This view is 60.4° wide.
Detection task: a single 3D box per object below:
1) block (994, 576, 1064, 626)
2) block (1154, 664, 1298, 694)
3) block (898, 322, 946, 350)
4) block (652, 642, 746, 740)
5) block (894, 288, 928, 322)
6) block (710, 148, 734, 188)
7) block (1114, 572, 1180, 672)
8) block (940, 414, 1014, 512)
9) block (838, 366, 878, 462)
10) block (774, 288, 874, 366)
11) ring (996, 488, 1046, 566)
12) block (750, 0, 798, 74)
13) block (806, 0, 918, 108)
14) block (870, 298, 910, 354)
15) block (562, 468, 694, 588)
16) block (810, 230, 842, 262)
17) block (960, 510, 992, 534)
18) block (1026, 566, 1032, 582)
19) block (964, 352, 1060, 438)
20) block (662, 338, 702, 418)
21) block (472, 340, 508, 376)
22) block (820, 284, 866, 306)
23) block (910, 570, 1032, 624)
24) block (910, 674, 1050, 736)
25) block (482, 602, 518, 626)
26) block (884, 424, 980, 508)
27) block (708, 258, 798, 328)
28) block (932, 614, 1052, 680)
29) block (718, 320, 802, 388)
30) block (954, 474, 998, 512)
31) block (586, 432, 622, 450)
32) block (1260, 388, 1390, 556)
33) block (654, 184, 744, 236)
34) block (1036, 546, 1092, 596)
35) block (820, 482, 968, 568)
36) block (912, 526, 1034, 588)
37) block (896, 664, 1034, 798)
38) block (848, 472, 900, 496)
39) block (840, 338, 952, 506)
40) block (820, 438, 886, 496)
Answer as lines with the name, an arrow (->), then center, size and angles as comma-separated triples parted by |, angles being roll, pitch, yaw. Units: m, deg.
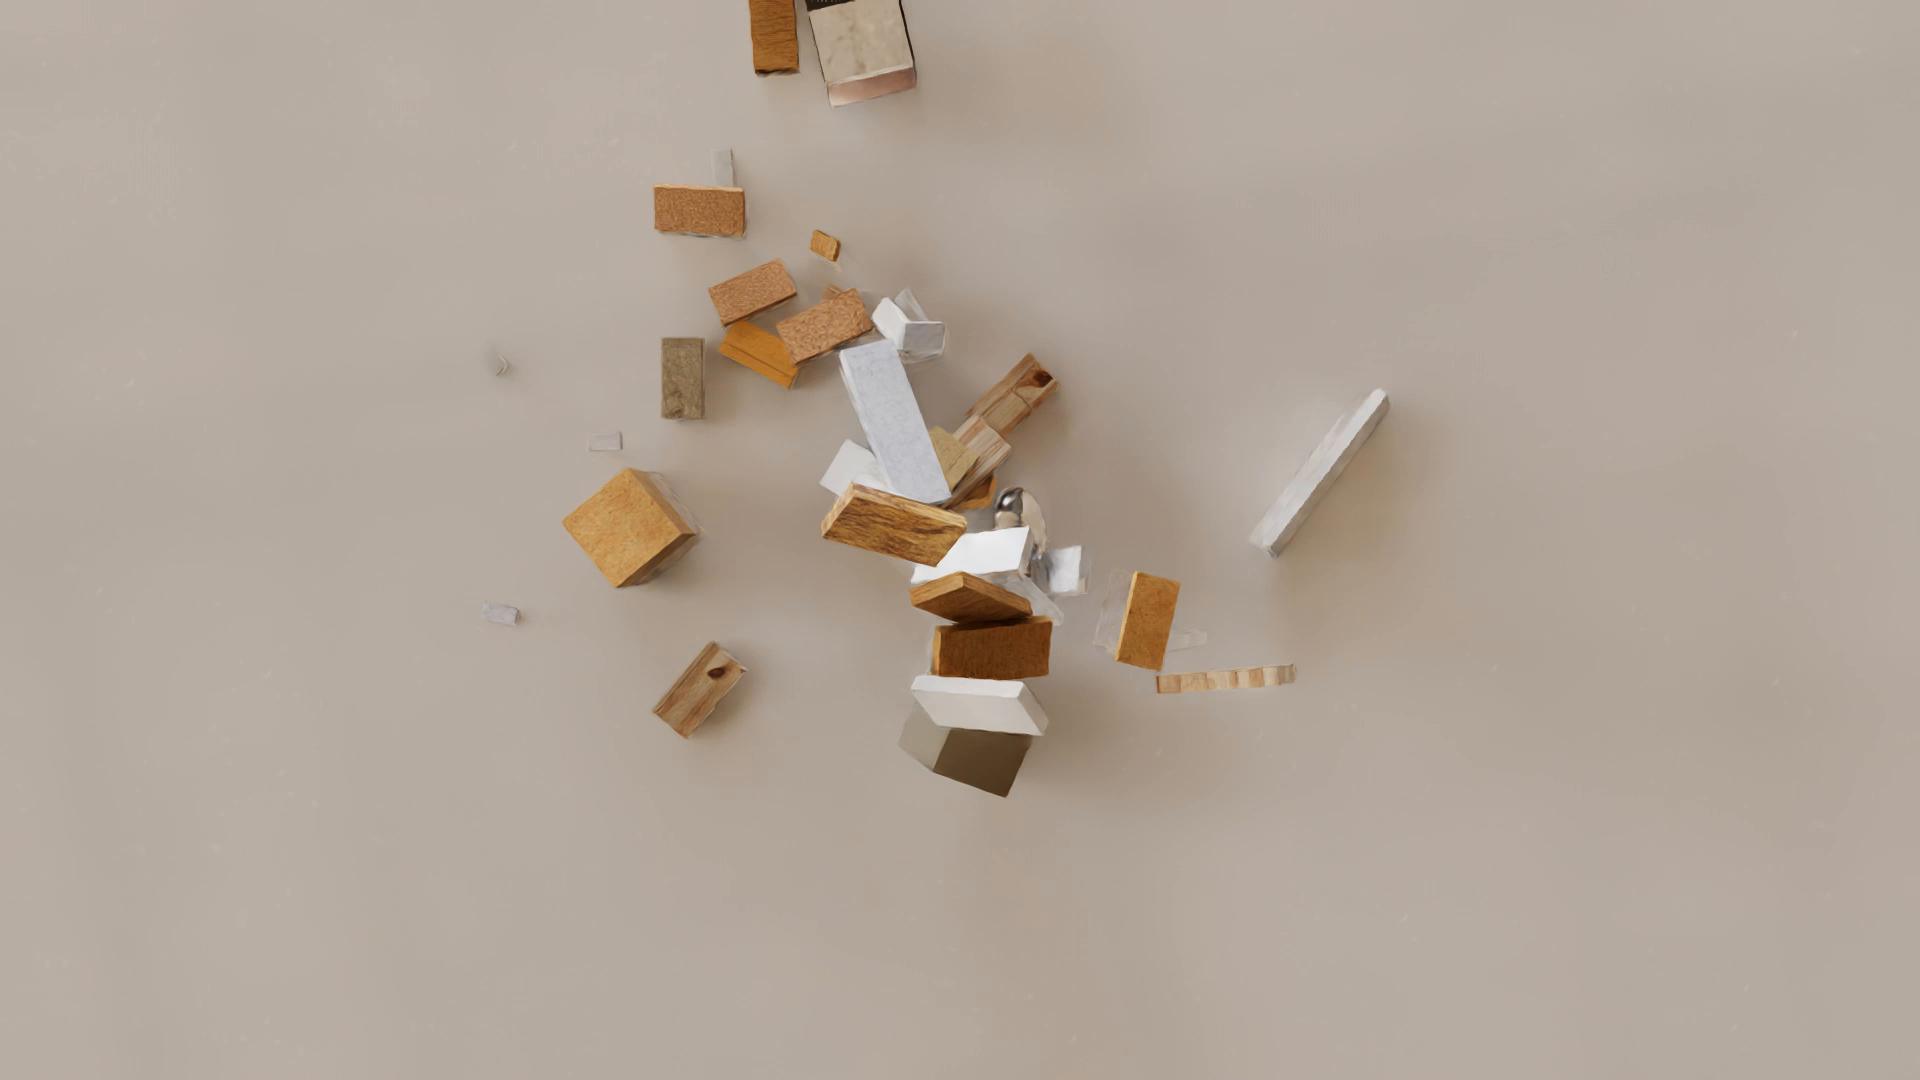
block -> 0.197, 0.189, 5.060 | 0.125, 0.035, 0.250 | -19, 132, 33
block -> 0.753, 0.393, 4.664 | 0.356, 0.178, 0.050 | -7, 86, 28
block -> -0.125, -0.660, 5.345 | 0.025, 0.175, 0.087 | 23, 112, 43
block -> -0.867, 0.499, 5.479 | 0.149, 0.042, 0.299 | 40, 90, 0
block -> -0.149, -0.740, 5.455 | 0.025, 0.087, 0.175 | -32, 90, -25
block -> -0.791, -1.234, 5.490 | 0.068, 0.019, 0.136 | -4, 90, 0
block -> 0.580, 0.251, 5.104 | 0.141, 0.040, 0.283 | 14, 86, -10
block -> -0.011, -0.228, 5.325 | 0.175, 0.050, 0.350 | 43, 75, 10
block -> -0.254, -0.440, 5.423 | 0.175, 0.050, 0.350 | -23, 72, 0
block -> -0.448, -0.704, 5.449 | 0.291, 0.041, 0.145 | -25, 87, -3
ring -> 0.197, -0.044, 5.379 | 0.088, 0.265, 0.265 | -13, 90, 26
block -> -0.626, -1.782, 5.480 | 0.145, 0.041, 0.446 | -4, 90, -1
block -> -0.318, -1.620, 5.353 | 0.293, 0.293, 0.293 | -13, 90, 0
block -> -0.211, -0.703, 5.405 | 0.175, 0.025, 0.087 | 48, 122, 16
block -> -1.075, -0.039, 5.364 | 0.273, 0.273, 0.273 | -40, 90, 0
block -> -0.443, -0.969, 5.437 | 0.019, 0.136, 0.068 | 0, 115, -41
block -> 0.022, -0.029, 5.436 | 0.128, 0.128, 0.128 | 43, 90, 0
block -> 0.182, 0.141, 5.372 | 0.035, 0.250, 0.125 | -32, 134, 32
block -> 0.173, -0.464, 5.479 | 0.299, 0.042, 0.149 | -44, 90, 0
block -> -0.922, -0.536, 5.470 | 0.131, 0.037, 0.262 | 1, 94, 3
block -> -1.564, -0.605, 5.492 | 0.056, 0.016, 0.112 | -44, 90, 0
block -> -0.390, -0.790, 5.490 | 0.136, 0.019, 0.068 | 31, 90, 0
block -> 0.037, 0.183, 4.791 | 0.172, 0.416, 0.049 | -21, 67, 24
block -> 0.054, 0.459, 4.586 | 0.356, 0.178, 0.050 | 1, 50, 35
block -> -1.531, 0.245, 5.492 | 0.112, 0.016, 0.056 | 12, 90, 0
block -> -0.115, -0.182, 5.253 | 0.174, 0.049, 0.347 | 37, 74, 9
block -> -0.687, -0.820, 5.459 | 0.262, 0.037, 0.131 | -25, 84, -7
block -> 0.095, 0.330, 4.888 | 0.356, 0.050, 0.178 | -5, 113, -21
block -> -0.656, -0.622, 5.481 | 0.262, 0.037, 0.131 | 28, 90, 0
block -> -0.011, -0.145, 5.395 | 0.250, 0.125, 0.035 | -8, 127, 24
block -> -1.185, -0.328, 5.492 | 0.112, 0.016, 0.056 | -3, 90, 0
block -> 1.204, -0.220, 5.427 | 0.040, 0.141, 0.624 | 37, 90, 23
block -> -0.861, -1.092, 5.449 | 0.291, 0.041, 0.145 | 3, 115, 0
block -> 0.336, 0.103, 5.353 | 0.040, 0.283, 0.141 | 11, 80, -24
block -> -0.172, -0.037, 4.329 | 0.344, 0.049, 0.172 | 16, 133, -29
block -> 0.040, 0.058, 4.908 | 0.347, 0.174, 0.049 | -7, 133, 25
block -> 0.027, 0.612, 5.306 | 0.288, 0.288, 0.288 | 24, 90, -28
block -> -0.178, -0.064, 4.528 | 0.172, 0.344, 0.049 | 29, 78, 22
block -> -0.205, -0.361, 5.218 | 0.174, 0.049, 0.559 | -16, 78, -19
block -> -0.270, -0.174, 5.409 | 0.350, 0.050, 0.175 | 29, 85, 21
